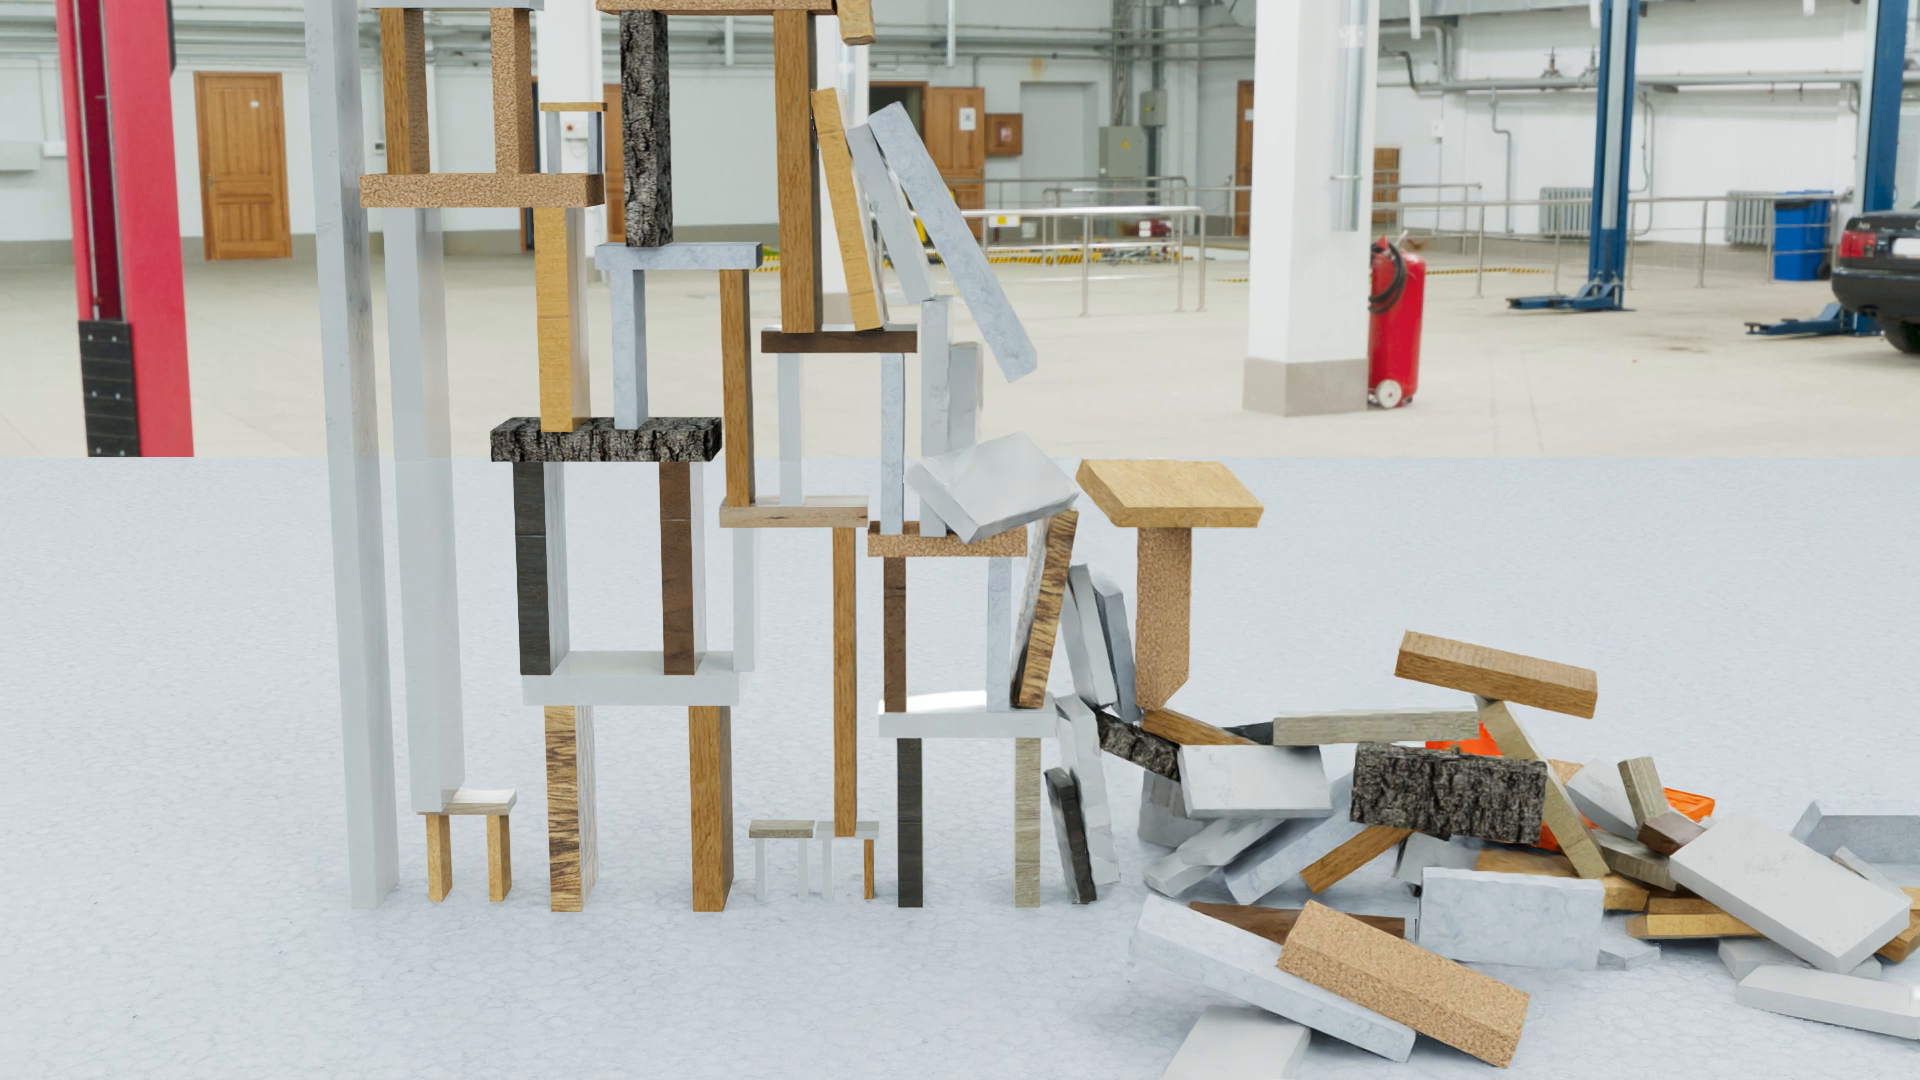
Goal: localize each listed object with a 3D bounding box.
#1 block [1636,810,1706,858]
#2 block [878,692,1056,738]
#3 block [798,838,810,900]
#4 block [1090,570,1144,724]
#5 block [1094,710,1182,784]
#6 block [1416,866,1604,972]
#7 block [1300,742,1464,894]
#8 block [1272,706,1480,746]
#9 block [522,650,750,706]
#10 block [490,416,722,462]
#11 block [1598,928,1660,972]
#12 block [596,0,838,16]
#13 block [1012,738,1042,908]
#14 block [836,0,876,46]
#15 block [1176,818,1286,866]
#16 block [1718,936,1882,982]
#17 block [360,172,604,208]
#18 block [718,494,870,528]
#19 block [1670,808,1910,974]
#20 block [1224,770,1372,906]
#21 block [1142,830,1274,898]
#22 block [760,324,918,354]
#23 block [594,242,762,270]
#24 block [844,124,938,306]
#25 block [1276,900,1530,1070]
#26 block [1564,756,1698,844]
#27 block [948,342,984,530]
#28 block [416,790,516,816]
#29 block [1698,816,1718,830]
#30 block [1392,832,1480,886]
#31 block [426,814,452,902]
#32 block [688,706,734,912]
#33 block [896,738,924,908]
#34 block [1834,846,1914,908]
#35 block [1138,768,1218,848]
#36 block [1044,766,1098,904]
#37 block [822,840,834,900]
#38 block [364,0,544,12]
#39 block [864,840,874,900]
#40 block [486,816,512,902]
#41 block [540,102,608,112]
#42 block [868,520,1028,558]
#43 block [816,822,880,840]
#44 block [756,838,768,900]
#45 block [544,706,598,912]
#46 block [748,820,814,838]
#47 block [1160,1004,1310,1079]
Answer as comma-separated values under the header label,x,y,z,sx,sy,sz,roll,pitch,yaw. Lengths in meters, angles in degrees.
label,x,y,z,sx,sy,sz,roll,pitch,yaw
block,1.233,0.521,3.586,0.227,0.032,0.113,31,25,35
block,0.012,0.287,3.618,0.287,0.041,0.144,0,11,-1
block,-0.260,0.538,3.659,0.015,0.105,0.053,0,11,0
block,0.258,0.180,3.693,0.033,0.232,0.116,-14,20,-9
block,0.358,0.369,3.663,0.285,0.040,0.143,24,5,-7
block,0.814,0.562,3.260,0.259,0.130,0.037,3,15,8
block,0.705,0.458,3.631,0.327,0.046,0.163,-35,3,8
block,0.683,0.305,3.618,0.327,0.046,0.163,-3,-2,10
block,-0.526,0.225,3.601,0.347,0.049,0.173,0,11,0
block,-0.563,-0.162,3.532,0.345,0.049,0.172,0,11,0
block,0.993,0.627,3.409,0.079,0.022,0.158,-7,13,-35
block,-0.371,-0.842,3.402,0.356,0.050,0.178,0,11,0
block,0.110,0.448,3.648,0.041,0.287,0.144,0,11,0
block,-0.177,-0.939,3.384,0.048,0.337,0.168,-7,8,1
block,0.465,0.474,3.636,0.204,0.029,0.102,-29,9,-31
block,1.273,0.636,3.339,0.210,0.030,0.105,1,11,5
block,-0.746,-0.550,3.453,0.346,0.049,0.173,0,11,0
block,-0.265,-0.047,3.548,0.236,0.033,0.118,0,11,-1
block,1.262,0.535,3.358,0.157,0.045,0.315,-28,34,-21
block,0.586,0.478,3.645,0.327,0.046,0.163,-35,6,8
block,0.413,0.526,3.676,0.204,0.029,0.102,-28,8,-14
block,-0.190,-0.321,3.501,0.244,0.035,0.122,0,11,0
block,-0.442,-0.449,3.476,0.250,0.035,0.125,0,11,0
block,-0.106,-0.514,3.459,0.040,0.283,0.142,-19,9,7
block,0.625,0.621,3.092,0.336,0.048,0.168,22,17,15
block,1.173,0.483,3.790,0.257,0.036,0.129,35,36,24
block,0.009,-0.169,3.546,0.041,0.292,0.146,2,8,5
block,-0.815,0.433,3.637,0.149,0.021,0.075,0,11,0
block,1.279,0.532,3.718,0.074,0.021,0.148,30,35,7
block,0.795,0.536,3.590,0.164,0.082,0.023,19,-9,-7
block,-0.865,0.517,3.652,0.021,0.149,0.075,0,11,0
block,-0.410,0.420,3.637,0.049,0.347,0.173,0,11,0
block,-0.082,0.448,3.647,0.041,0.287,0.144,0,11,0
block,1.386,0.517,3.337,0.126,0.018,0.063,42,-1,29
block,0.440,0.482,3.858,0.280,0.140,0.040,10,6,42
block,0.183,0.489,3.647,0.029,0.204,0.102,-13,12,-9
block,-0.220,0.540,3.656,0.015,0.104,0.052,0,11,0
block,-0.781,-0.839,3.402,0.251,0.036,0.126,0,11,0
block,-0.151,0.540,3.657,0.015,0.104,0.052,0,11,0
block,-0.765,0.517,3.652,0.021,0.149,0.075,0,11,0
block,-0.602,-0.675,3.428,0.096,0.014,0.048,0,11,0
block,-0.020,-0.003,3.564,0.256,0.036,0.128,0,11,0
block,-0.186,0.481,3.647,0.103,0.015,0.052,0,11,-1
block,-0.330,0.538,3.659,0.015,0.105,0.053,0,11,0
block,-0.641,0.420,3.637,0.049,0.347,0.173,0,11,0
block,-0.295,0.479,3.648,0.105,0.015,0.053,0,11,0
block,0.370,0.703,2.948,0.145,0.041,0.290,4,11,20
